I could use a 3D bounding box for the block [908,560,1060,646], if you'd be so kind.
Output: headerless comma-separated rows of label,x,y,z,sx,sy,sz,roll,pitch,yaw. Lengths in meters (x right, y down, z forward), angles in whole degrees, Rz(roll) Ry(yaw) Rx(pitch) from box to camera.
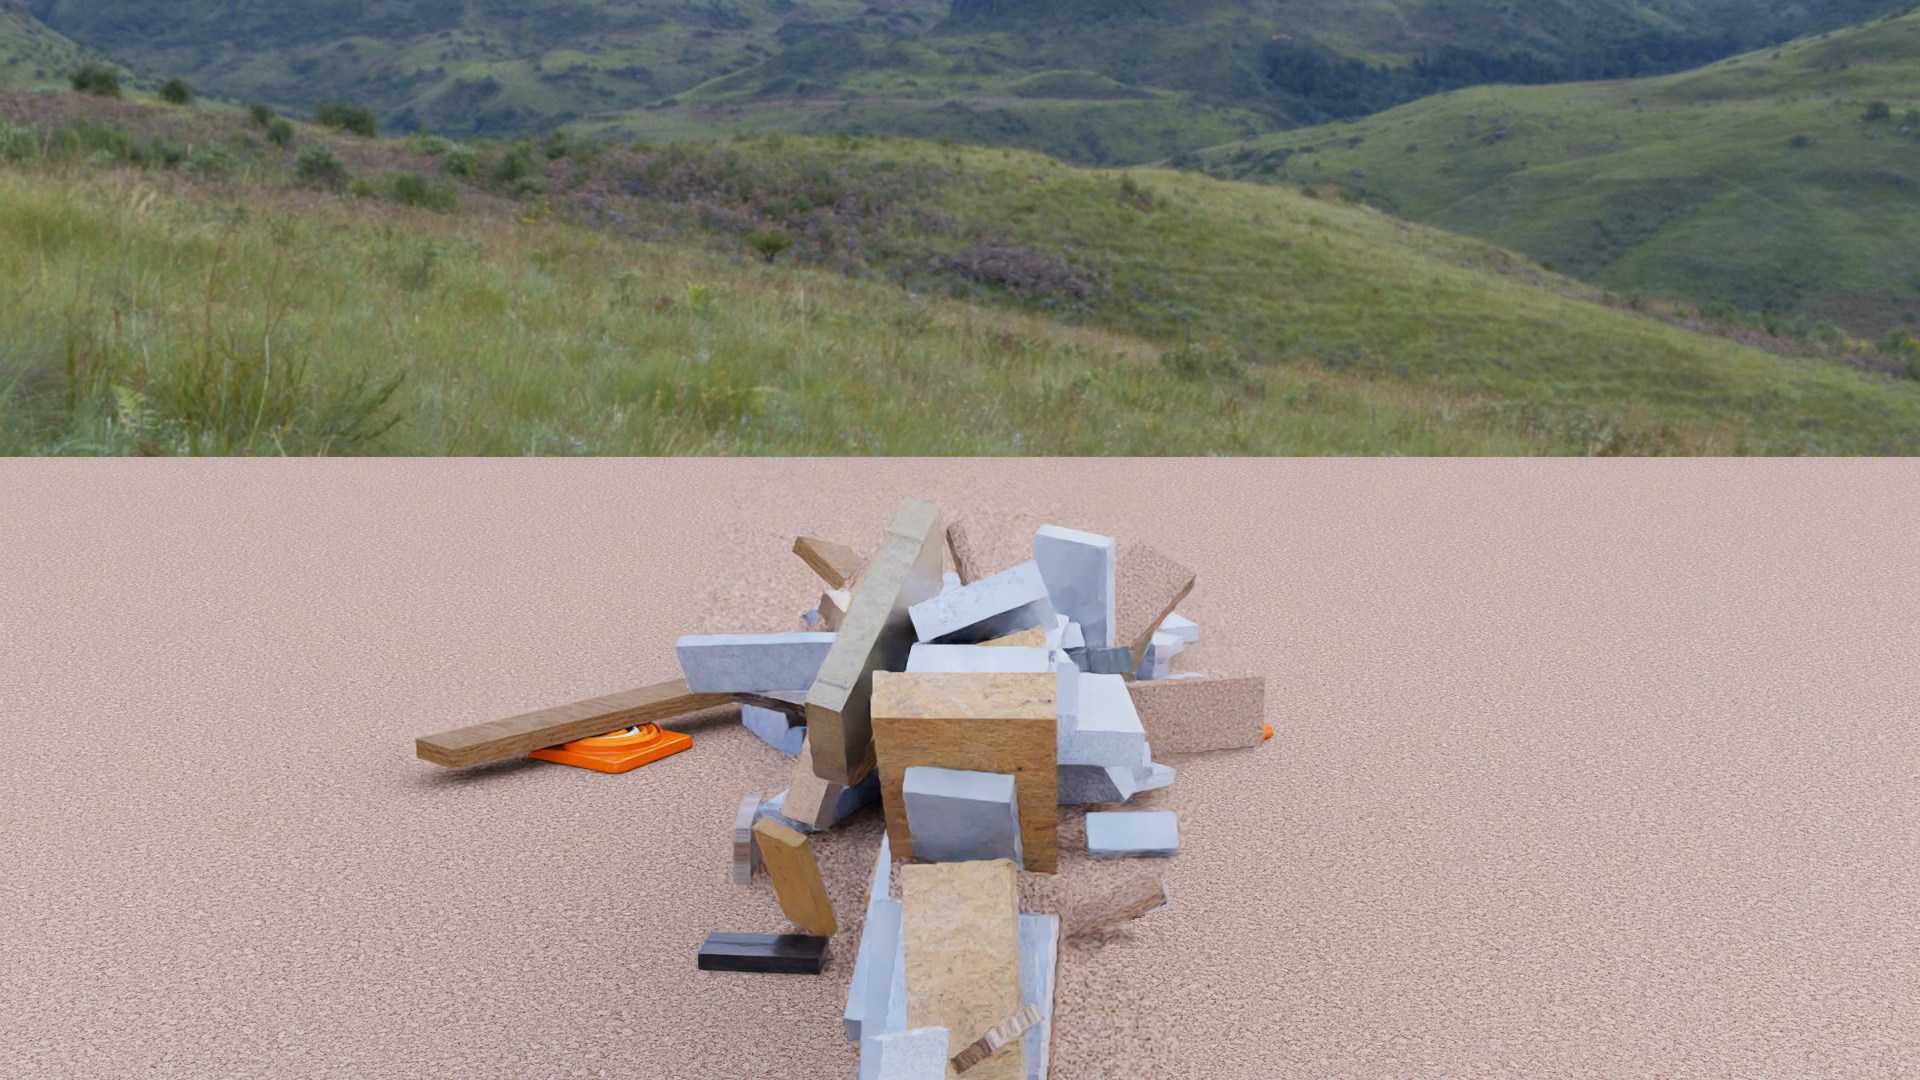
block,0.039,0.108,3.031,0.178,0.050,0.355,-21,-10,1

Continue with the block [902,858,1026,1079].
block,0.003,0.410,2.068,0.105,0.211,0.030,-5,-15,12

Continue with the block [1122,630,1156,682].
block,0.314,0.263,4.655,0.126,0.255,0.036,22,-1,12

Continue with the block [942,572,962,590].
block,-0.115,0.181,5.393,0.286,0.041,0.143,-32,18,-9

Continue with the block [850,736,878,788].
block,-0.175,0.374,4.180,0.149,0.042,0.299,-44,9,-2

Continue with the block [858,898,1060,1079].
block,-0.008,0.535,2.137,0.176,0.353,0.050,4,-6,12

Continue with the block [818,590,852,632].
block,-0.136,0.212,4.534,0.176,0.050,0.352,3,25,-34

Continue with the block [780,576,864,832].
block,-0.170,0.241,3.196,0.050,0.356,0.178,17,-9,6

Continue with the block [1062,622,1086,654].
block,0.056,0.218,4.189,0.342,0.048,0.171,-4,-17,-42

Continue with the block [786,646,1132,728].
block,0.007,0.270,4.067,0.661,0.048,0.171,-6,-5,-34

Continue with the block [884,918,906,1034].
block,-0.012,0.439,2.096,0.105,0.211,0.030,5,-12,12

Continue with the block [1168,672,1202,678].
block,0.499,0.327,5.033,0.136,0.019,0.068,-6,12,-29

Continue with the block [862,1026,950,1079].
block,-0.045,0.436,1.822,0.016,0.055,0.111,5,-4,29

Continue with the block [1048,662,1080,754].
block,0.068,0.214,2.876,0.173,0.049,0.346,2,7,3

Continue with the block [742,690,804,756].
block,-0.395,0.352,4.591,0.037,0.131,0.262,-7,12,-25

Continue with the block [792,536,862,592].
block,-0.153,0.176,5.126,0.142,0.040,0.879,12,15,-32

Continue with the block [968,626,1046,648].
block,0.027,0.151,2.943,0.093,0.026,0.185,-16,-3,35

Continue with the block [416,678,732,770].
block,-0.590,0.332,4.678,1.195,0.039,0.138,-11,13,-43

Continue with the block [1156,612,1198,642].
block,0.482,0.212,5.594,0.142,0.040,0.283,-4,11,-18

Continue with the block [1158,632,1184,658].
block,0.398,0.238,5.301,0.253,0.036,0.126,11,10,23

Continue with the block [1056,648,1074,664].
block,0.070,0.162,3.344,0.130,0.037,0.260,-4,22,-17

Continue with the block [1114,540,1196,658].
block,0.344,0.145,4.605,0.149,0.042,0.299,33,64,24

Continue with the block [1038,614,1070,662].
block,0.119,0.146,3.310,0.069,0.020,0.139,5,21,10

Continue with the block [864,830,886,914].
block,0.000,0.349,2.648,0.166,0.047,0.332,3,29,9

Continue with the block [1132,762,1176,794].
block,0.306,0.455,4.175,0.192,0.027,0.096,-8,13,-37

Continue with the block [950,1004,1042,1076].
block,0.031,0.448,1.971,0.055,0.016,0.111,-29,-12,-26

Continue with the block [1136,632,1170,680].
block,0.408,0.249,5.016,0.036,0.126,0.253,-4,21,-18

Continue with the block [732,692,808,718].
block,-0.295,0.256,3.536,0.139,0.020,0.069,14,10,-2

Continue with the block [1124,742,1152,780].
block,0.322,0.421,4.214,0.086,0.024,0.172,1,11,3

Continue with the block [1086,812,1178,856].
block,0.303,0.518,3.878,0.158,0.022,0.079,0,46,-2

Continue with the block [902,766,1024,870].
block,0.007,0.306,2.224,0.105,0.030,0.268,5,-32,8

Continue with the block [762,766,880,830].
block,-0.258,0.477,4.088,0.131,0.037,0.298,-6,7,23

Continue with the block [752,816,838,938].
block,-0.257,0.530,3.447,0.098,0.195,0.028,18,45,40

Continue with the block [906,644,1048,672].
block,0.016,0.204,2.631,0.173,0.049,0.346,2,15,3

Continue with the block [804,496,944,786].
block,-0.110,0.134,2.954,0.050,0.178,0.356,16,54,13

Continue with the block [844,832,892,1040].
block,-0.020,0.402,2.369,0.150,0.042,0.300,3,48,10

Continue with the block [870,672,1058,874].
block,0.010,0.246,2.212,0.173,0.049,0.383,0,-32,2

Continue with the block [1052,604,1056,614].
block,0.006,0.187,4.219,0.342,0.048,0.171,-5,-16,-38

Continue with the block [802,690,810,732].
block,-0.264,0.339,4.597,0.164,0.046,0.328,-48,25,-8

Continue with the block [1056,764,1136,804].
block,0.159,0.412,3.999,0.299,0.149,0.042,-8,33,42

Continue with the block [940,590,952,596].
block,-0.004,0.149,3.656,0.098,0.028,0.260,1,-25,-10

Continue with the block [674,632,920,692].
block,-0.241,0.189,3.420,0.423,0.093,0.026,-3,33,23

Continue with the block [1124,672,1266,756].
block,0.478,0.358,4.508,0.299,0.149,0.042,-3,12,-17

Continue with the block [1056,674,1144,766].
block,0.155,0.244,3.045,0.166,0.047,0.332,2,10,-2

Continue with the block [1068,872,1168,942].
block,0.248,0.580,3.479,0.158,0.022,0.079,-24,11,5

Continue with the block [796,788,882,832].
block,-0.211,0.493,4.124,0.056,0.016,0.317,-5,7,25

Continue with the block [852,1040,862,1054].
block,-0.021,0.430,2.459,0.150,0.300,0.042,5,-24,9

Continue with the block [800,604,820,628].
block,-0.248,0.163,4.966,0.207,0.103,0.029,-33,3,-30

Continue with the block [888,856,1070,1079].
block,0.007,0.508,2.219,0.176,0.353,0.050,5,4,8

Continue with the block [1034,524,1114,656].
block,0.227,0.122,4.317,0.149,0.299,0.042,11,32,24

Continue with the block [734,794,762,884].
block,-0.366,0.515,3.803,0.028,0.098,0.195,0,11,1

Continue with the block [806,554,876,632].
block,-0.233,0.204,4.866,0.046,0.164,0.328,-20,27,51

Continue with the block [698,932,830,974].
block,-0.300,0.632,3.368,0.185,0.026,0.093,1,11,6

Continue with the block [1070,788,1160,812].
block,0.288,0.476,4.206,0.096,0.027,0.192,9,14,40

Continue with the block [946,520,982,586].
block,0.015,0.056,3.320,0.022,0.158,0.079,-18,-12,-6
